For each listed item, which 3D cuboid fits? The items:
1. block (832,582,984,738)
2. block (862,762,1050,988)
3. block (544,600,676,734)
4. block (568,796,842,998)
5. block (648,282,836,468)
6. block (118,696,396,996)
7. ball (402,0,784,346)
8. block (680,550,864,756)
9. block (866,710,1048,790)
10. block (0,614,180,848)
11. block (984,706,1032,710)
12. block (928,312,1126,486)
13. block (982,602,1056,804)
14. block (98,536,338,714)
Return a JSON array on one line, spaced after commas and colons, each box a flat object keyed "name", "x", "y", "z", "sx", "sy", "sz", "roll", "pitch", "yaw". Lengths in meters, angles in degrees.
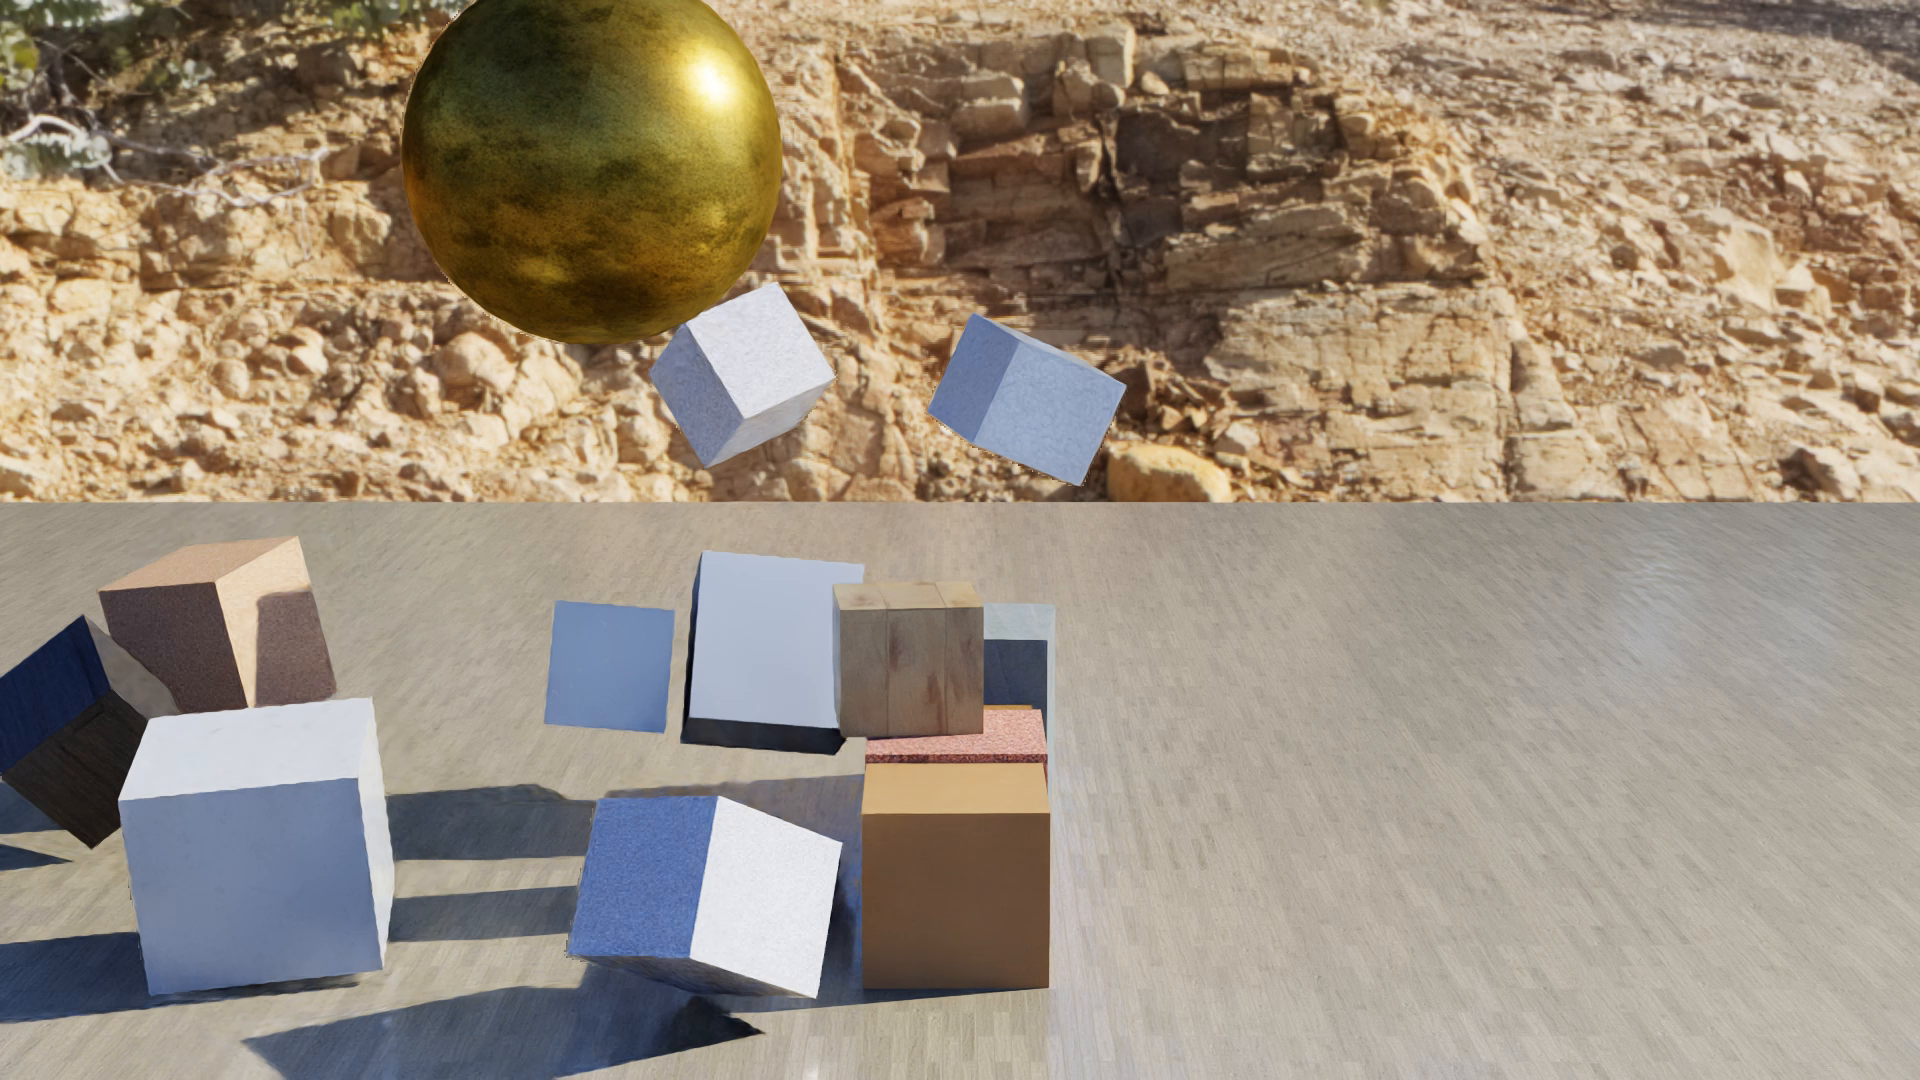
[{"name": "block", "x": -0.230, "y": 0.508, "z": 11.087, "sx": 0.605, "sy": 0.551, "sz": 0.560, "roll": -1, "pitch": 10, "yaw": -6}, {"name": "block", "x": -0.019, "y": 1.331, "z": 10.274, "sx": 0.726, "sy": 0.706, "sz": 0.733, "roll": 0, "pitch": 10, "yaw": -1}, {"name": "block", "x": -1.649, "y": 0.602, "z": 12.023, "sx": 0.549, "sy": 0.567, "sz": 0.589, "roll": 5, "pitch": -5, "yaw": -9}, {"name": "block", "x": -0.945, "y": 1.335, "z": 9.569, "sx": 0.626, "sy": 0.590, "sz": 0.693, "roll": -6, "pitch": -23, "yaw": 38}, {"name": "block", "x": -1.102, "y": -0.828, "z": 12.916, "sx": 0.571, "sy": 0.579, "sz": 0.615, "roll": -27, "pitch": -9, "yaw": -32}, {"name": "block", "x": -2.768, "y": 1.200, "z": 10.205, "sx": 0.886, "sy": 0.824, "sz": 0.822, "roll": -5, "pitch": 19, "yaw": -7}, {"name": "ball", "x": -1.551, "y": -1.627, "z": 10.885, "sx": 1.600, "sy": 1.600, "sz": 1.600, "roll": 0, "pitch": 10, "yaw": 0}, {"name": "block", "x": -0.904, "y": 0.552, "z": 12.237, "sx": 0.757, "sy": 0.785, "sz": 0.774, "roll": 5, "pitch": -14, "yaw": -8}, {"name": "block", "x": -0.017, "y": 1.180, "z": 11.002, "sx": 0.753, "sy": 0.742, "sz": 0.751, "roll": 0, "pitch": 10, "yaw": -1}, {"name": "block", "x": -3.952, "y": 0.867, "z": 11.622, "sx": 0.615, "sy": 0.617, "sz": 0.614, "roll": -38, "pitch": 43, "yaw": -3}, {"name": "block", "x": 0.015, "y": 1.122, "z": 11.711, "sx": 0.633, "sy": 0.603, "sz": 0.618, "roll": 0, "pitch": 10, "yaw": 1}, {"name": "block", "x": 0.327, "y": -0.700, "z": 12.724, "sx": 0.639, "sy": 0.549, "sz": 0.607, "roll": 21, "pitch": 9, "yaw": -28}, {"name": "block", "x": 0.031, "y": 0.825, "z": 12.545, "sx": 0.830, "sy": 0.888, "sz": 0.836, "roll": 1, "pitch": 10, "yaw": 5}, {"name": "block", "x": -3.614, "y": 0.501, "z": 12.548, "sx": 0.676, "sy": 0.821, "sz": 0.702, "roll": -5, "pitch": 16, "yaw": 21}]
